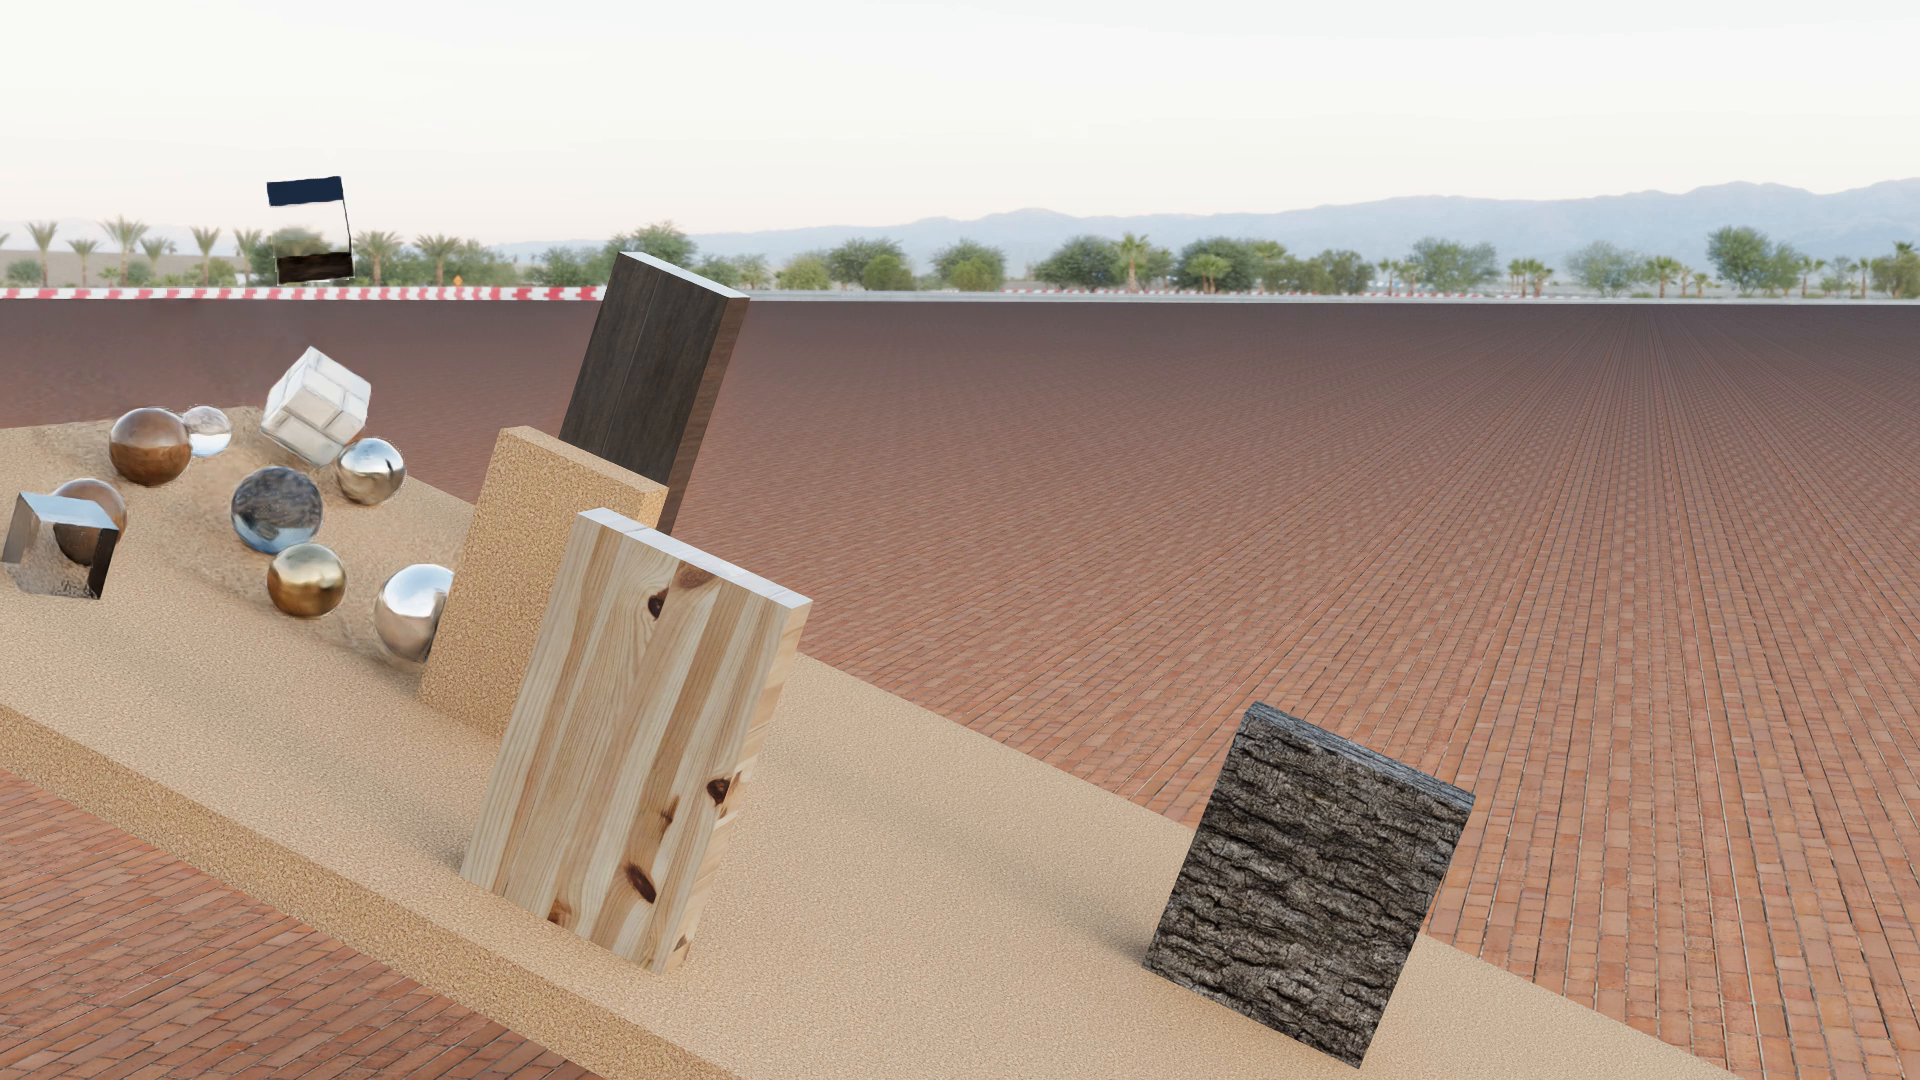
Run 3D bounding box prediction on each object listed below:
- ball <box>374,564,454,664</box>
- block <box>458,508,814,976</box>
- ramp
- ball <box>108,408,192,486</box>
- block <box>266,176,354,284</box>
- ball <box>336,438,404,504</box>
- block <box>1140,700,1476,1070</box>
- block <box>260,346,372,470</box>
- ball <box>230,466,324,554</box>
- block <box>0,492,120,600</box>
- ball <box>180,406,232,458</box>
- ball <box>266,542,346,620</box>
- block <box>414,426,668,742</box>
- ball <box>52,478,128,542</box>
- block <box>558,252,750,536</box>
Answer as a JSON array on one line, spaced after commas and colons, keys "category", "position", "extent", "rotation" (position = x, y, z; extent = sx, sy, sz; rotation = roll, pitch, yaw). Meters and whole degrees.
[{"category": "ball", "position": [-1.025, 0.140, 4.212], "extent": [0.190, 0.190, 0.190], "rotation": [0, 7, 0]}, {"category": "block", "position": [-0.507, 0.311, 3.404], "extent": [0.372, 0.623, 0.089], "rotation": [23, 13, 13]}, {"category": "ramp", "position": [-0.324, 0.585, 4.205], "extent": [4.000, 0.100, 2.000], "rotation": [23, 13, 13]}, {"category": "ball", "position": [-1.733, -0.200, 4.708], "extent": [0.169, 0.169, 0.169], "rotation": [0, 7, 0]}, {"category": "block", "position": [-1.364, -0.651, 4.618], "extent": [0.151, 0.151, 0.151], "rotation": [-8, -26, -16]}, {"category": "ball", "position": [-1.376, -0.160, 5.131], "extent": [0.156, 0.156, 0.156], "rotation": [0, 7, 0]}, {"category": "block", "position": [0.641, 0.632, 4.061], "extent": [0.435, 0.528, 0.130], "rotation": [23, 13, 13]}, {"category": "block", "position": [-1.536, -0.314, 5.247], "extent": [0.172, 0.172, 0.172], "rotation": [36, 26, -30]}, {"category": "ball", "position": [-1.420, -0.061, 4.573], "extent": [0.185, 0.185, 0.185], "rotation": [0, 7, 0]}, {"category": "block", "position": [-1.644, 0.011, 4.016], "extent": [0.140, 0.140, 0.140], "rotation": [9, 17, -42]}, {"category": "ball", "position": [-1.663, -0.238, 4.841], "extent": [0.113, 0.113, 0.113], "rotation": [0, 7, 0]}, {"category": "ball", "position": [-1.273, 0.079, 4.286], "extent": [0.150, 0.150, 0.150], "rotation": [0, 7, 0]}, {"category": "block", "position": [-0.774, 0.102, 4.056], "extent": [0.306, 0.545, 0.100], "rotation": [23, 13, 13]}, {"category": "ball", "position": [-1.668, -0.045, 4.199], "extent": [0.147, 0.147, 0.147], "rotation": [0, 7, 0]}, {"category": "block", "position": [-0.749, -0.242, 5.024], "extent": [0.285, 0.775, 0.125], "rotation": [23, 13, 13]}]
